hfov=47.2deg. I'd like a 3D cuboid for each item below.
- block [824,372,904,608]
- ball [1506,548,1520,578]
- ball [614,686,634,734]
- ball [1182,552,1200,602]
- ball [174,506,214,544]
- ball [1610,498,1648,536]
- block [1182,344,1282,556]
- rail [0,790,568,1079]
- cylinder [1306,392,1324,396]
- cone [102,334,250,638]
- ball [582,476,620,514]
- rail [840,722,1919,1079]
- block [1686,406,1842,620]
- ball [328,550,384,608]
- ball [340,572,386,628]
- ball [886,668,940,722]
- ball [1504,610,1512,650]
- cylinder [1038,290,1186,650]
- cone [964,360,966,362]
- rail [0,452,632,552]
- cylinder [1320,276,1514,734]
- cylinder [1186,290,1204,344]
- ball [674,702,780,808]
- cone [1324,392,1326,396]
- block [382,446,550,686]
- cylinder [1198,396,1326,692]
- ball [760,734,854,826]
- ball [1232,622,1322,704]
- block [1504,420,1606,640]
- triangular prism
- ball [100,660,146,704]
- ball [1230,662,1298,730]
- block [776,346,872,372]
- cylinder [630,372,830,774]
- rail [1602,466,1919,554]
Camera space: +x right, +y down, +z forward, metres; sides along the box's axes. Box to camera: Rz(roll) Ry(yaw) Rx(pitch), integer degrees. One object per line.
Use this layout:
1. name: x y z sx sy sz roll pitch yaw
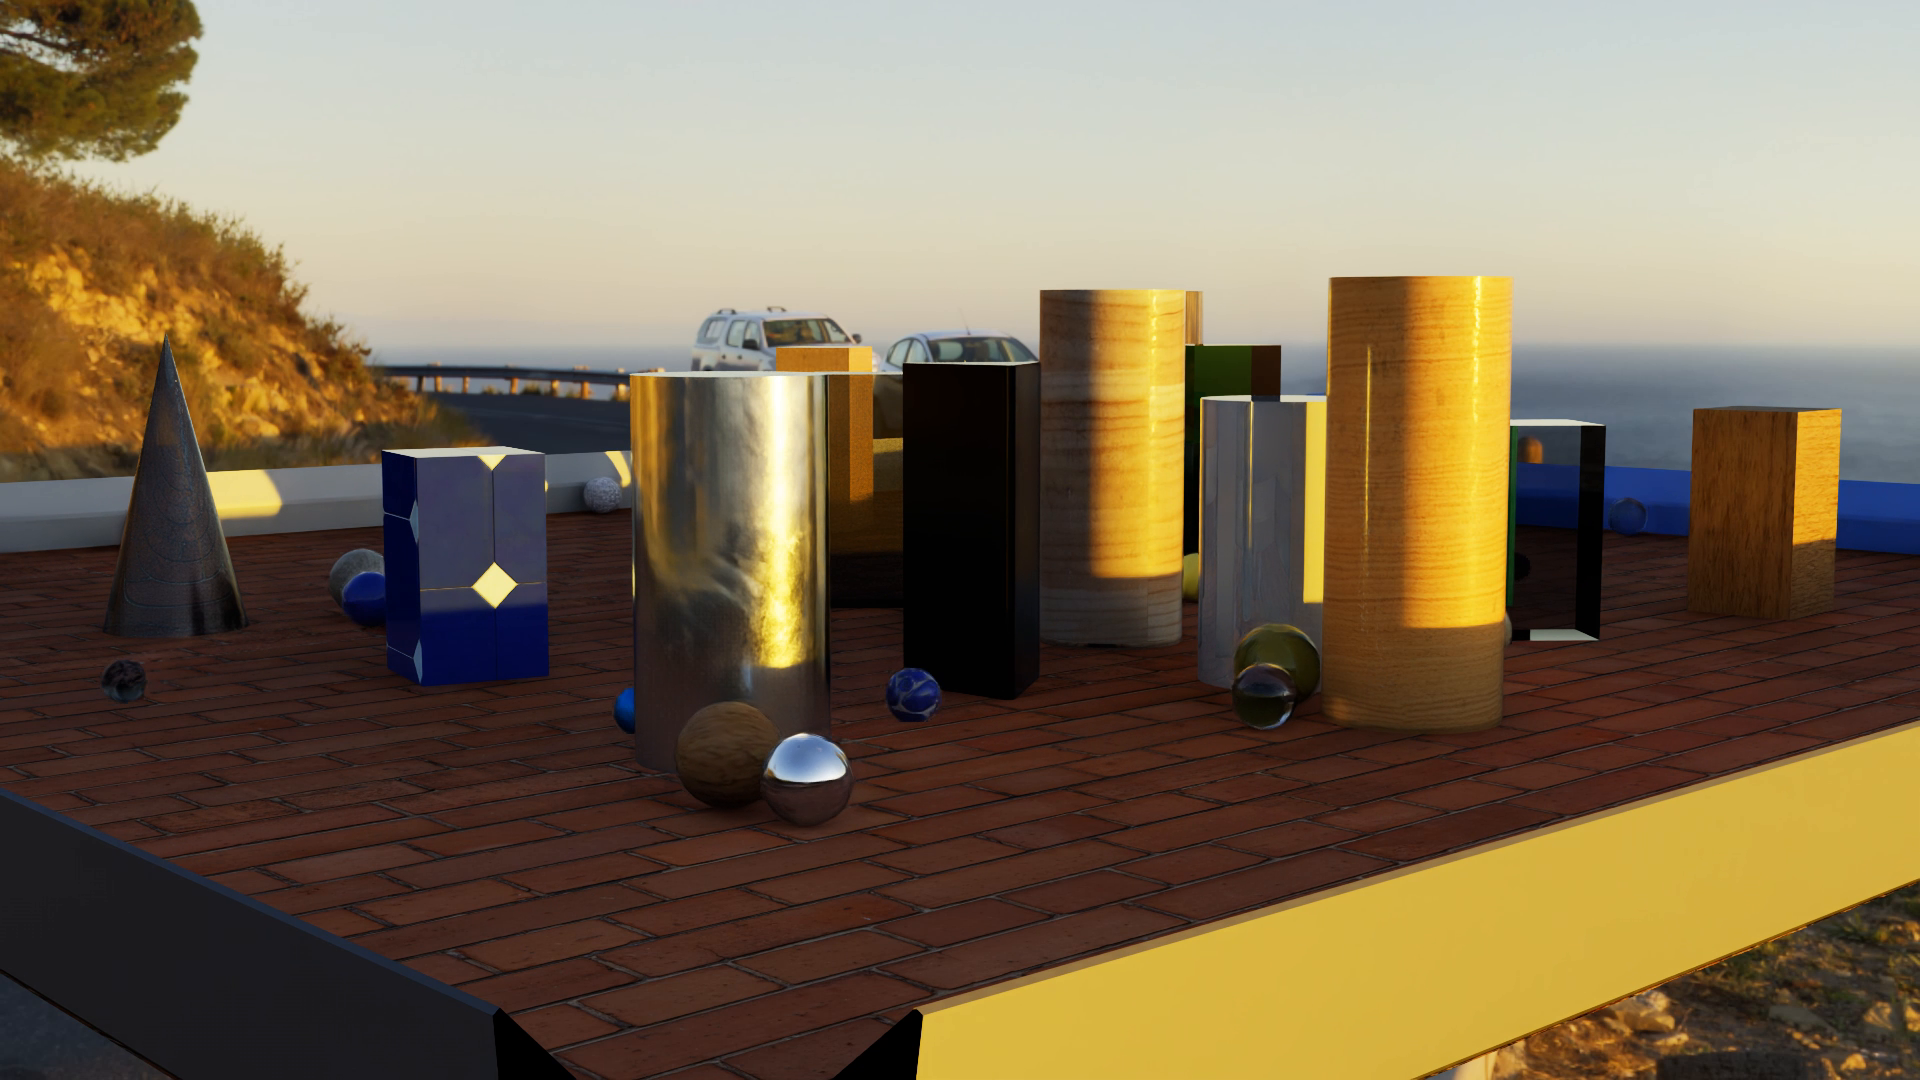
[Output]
1. block: -0.143 -0.080 3.350 0.156 0.349 0.156 0 6 -4
2. ball: 0.905 0.038 3.656 0.051 0.051 0.051 0 6 0
3. ball: -0.340 0.179 2.316 0.050 0.050 0.050 0 6 0
4. ball: 0.362 0.057 3.366 0.074 0.074 0.074 0 6 0
5. ball: -1.465 -0.030 4.202 0.072 0.072 0.072 0 6 0
6. ball: 1.324 -0.046 4.354 0.074 0.074 0.074 0 6 0
7. block: 0.417 -0.126 3.608 0.156 0.388 0.156 -2 6 -21
8. rail: -1.263 0.154 2.173 0.045 0.127 3.414 -5 8 -42
9. cylinder: 0.680 -0.094 3.716 0.195 0.302 0.195 0 6 0
10. cone: -1.101 -0.083 3.070 0.195 0.415 0.195 0 6 0
11. ball: -0.785 -0.098 4.814 0.081 0.081 0.081 0 6 0
12. rail: 1.142 0.162 2.101 3.484 0.127 0.045 -5 8 -42
13. block: 1.190 -0.045 3.256 0.156 0.299 0.156 6 8 43
14. ball: -0.876 0.061 3.224 0.095 0.095 0.095 0 6 0
15. ball: -0.828 0.084 3.088 0.079 0.079 0.079 0 6 0
16. ball: -0.051 0.167 2.381 0.060 0.060 0.060 0 6 0
17. ball: 0.661 0.114 2.795 0.080 0.080 0.080 0 6 0
18. cylinder: 0.203 -0.099 2.954 0.195 0.470 0.195 0 6 0
19. cone: 0.010 -0.208 4.615 0.195 0.340 0.195 0 6 0
20. rail: -1.142 -0.096 4.562 3.484 0.127 0.045 -5 8 -42
21. cylinder: 0.494 -0.044 2.385 0.195 0.479 0.195 0 6 0
22. cylinder: 0.342 -0.211 3.991 0.195 0.477 0.195 0 6 0
23. ball: -0.208 0.192 1.969 0.096 0.096 0.096 0 6 0
24. cone: 0.539 -0.069 3.215 0.195 0.356 0.195 0 6 0
25. block: -0.607 0.028 2.696 0.156 0.272 0.156 -3 7 -29
26. cylinder: 0.385 0.000 2.642 0.195 0.339 0.195 0 6 0
27. ball: -0.132 0.207 1.902 0.080 0.080 0.080 0 6 0
28. ball: 0.353 0.141 2.451 0.097 0.097 0.097 0 6 0
29. block: 0.783 -0.017 3.031 0.156 0.290 0.156 0 6 -3
30. triangular prism: 0.044 -0.018 2.605 0.169 0.382 0.146 5 8 42
31. ball: -0.949 0.161 2.497 0.049 0.049 0.049 0 6 0
32. ball: 0.324 0.166 2.338 0.071 0.071 0.071 0 6 0
33. block: -0.279 -0.215 4.552 0.156 0.368 0.156 2 6 15
34. cylinder: -0.227 0.027 2.180 0.195 0.381 0.195 0 6 0
35. rail: 1.263 -0.088 4.491 0.045 0.127 3.414 -5 8 -42
